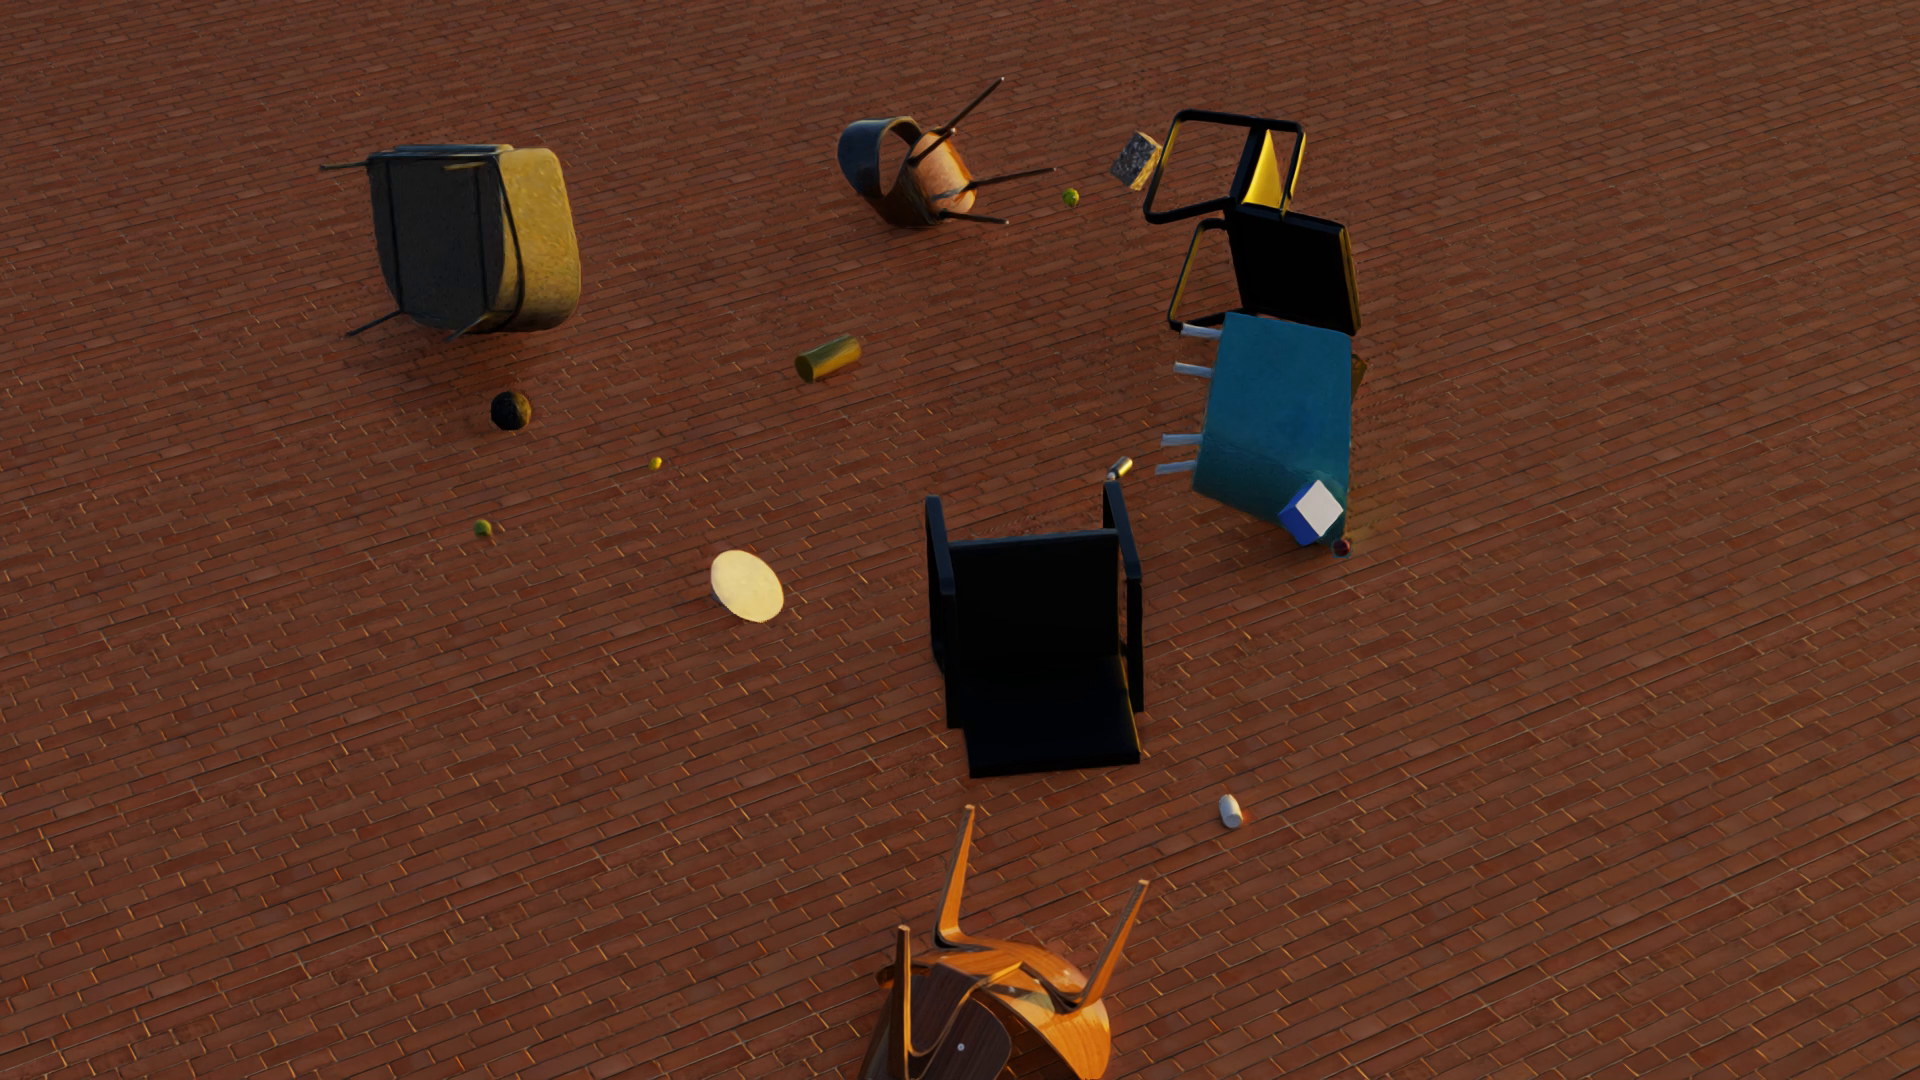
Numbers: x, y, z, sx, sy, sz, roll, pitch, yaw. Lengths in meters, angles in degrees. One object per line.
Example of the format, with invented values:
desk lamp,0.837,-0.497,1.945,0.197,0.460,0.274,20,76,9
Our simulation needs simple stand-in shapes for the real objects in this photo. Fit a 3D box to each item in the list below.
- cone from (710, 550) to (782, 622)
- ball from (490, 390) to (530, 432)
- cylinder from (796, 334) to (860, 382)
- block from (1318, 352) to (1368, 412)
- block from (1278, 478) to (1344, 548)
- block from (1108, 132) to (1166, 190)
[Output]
cone,-0.830,0.186,10.550,0.212,0.331,0.244,-18,52,46
ball,-1.775,-0.509,11.573,0.158,0.158,0.158,0,33,0
cylinder,-0.538,-0.743,11.967,0.256,0.116,0.113,-27,50,-34
block,1.467,-0.606,11.240,0.093,0.094,0.205,15,77,39
block,1.228,-0.095,10.266,0.143,0.096,0.181,50,49,-6
block,0.761,-1.625,12.560,0.127,0.209,0.099,42,20,22
